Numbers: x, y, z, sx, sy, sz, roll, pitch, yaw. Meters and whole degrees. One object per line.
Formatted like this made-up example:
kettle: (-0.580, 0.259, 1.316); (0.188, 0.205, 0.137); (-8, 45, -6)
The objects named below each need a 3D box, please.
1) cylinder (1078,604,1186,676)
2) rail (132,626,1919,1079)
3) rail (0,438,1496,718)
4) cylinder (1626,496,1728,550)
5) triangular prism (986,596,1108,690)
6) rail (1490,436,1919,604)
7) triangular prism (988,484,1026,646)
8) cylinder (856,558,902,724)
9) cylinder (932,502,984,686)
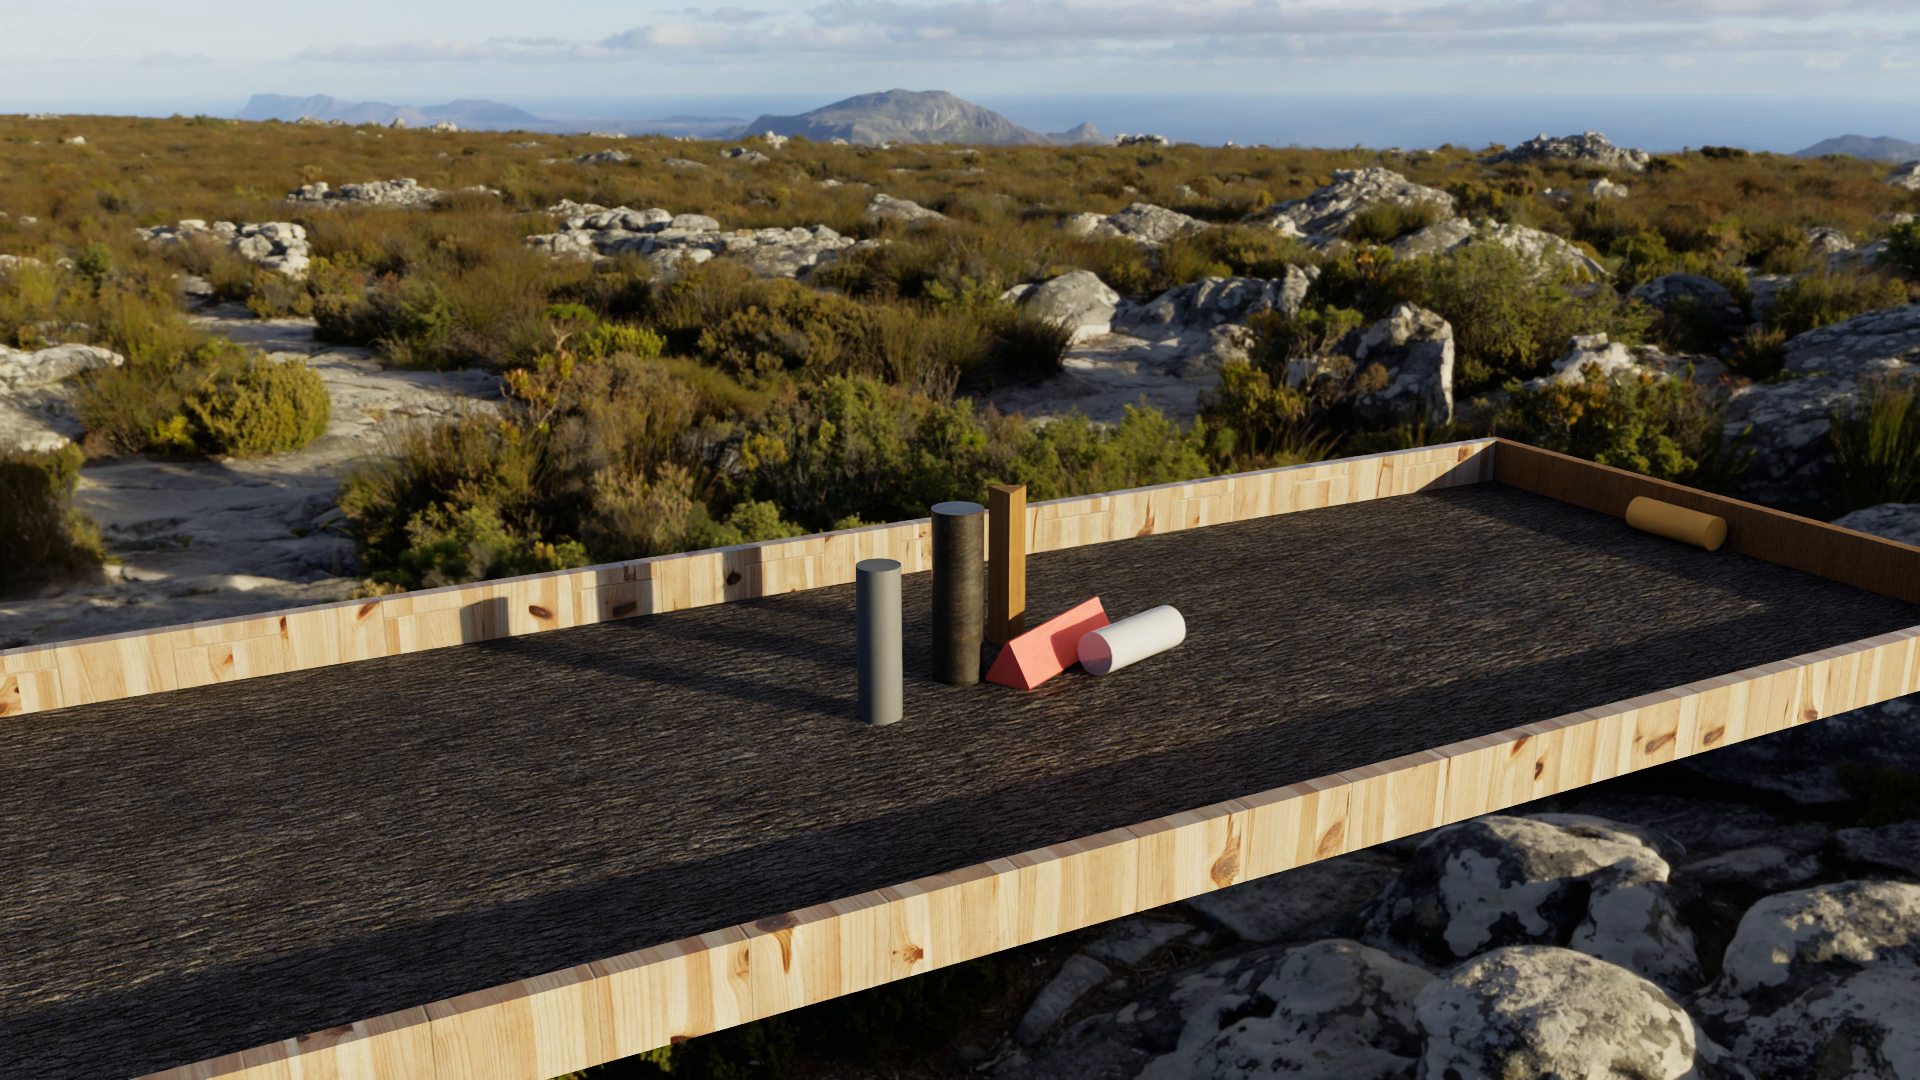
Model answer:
cylinder: (0.447, 0.258, 4.273); (0.115, 0.115, 0.302); (15, 22, 42)
rail: (-2.336, 1.006, 1.665); (12.000, 0.150, 0.050); (-9, 18, -27)
rail: (-3.305, 0.497, 3.399); (12.000, 0.150, 0.050); (-9, 18, -27)
cylinder: (2.322, -0.056, 5.352); (0.109, 0.109, 0.300); (-9, 19, -27)
triangular prism: (0.242, 0.255, 4.273); (0.131, 0.113, 0.438); (11, 20, 33)
rail: (2.466, -0.048, 5.253); (0.050, 0.150, 2.100); (-9, 18, -27)
triangular prism: (0.138, 0.068, 4.365); (0.084, 0.428, 0.097); (-11, 20, -34)
cylinder: (-0.189, 0.238, 3.876); (0.106, 0.376, 0.106); (0, 16, 0)
cylinder: (-0.006, 0.134, 4.117); (0.131, 0.442, 0.131); (0, 16, 0)
